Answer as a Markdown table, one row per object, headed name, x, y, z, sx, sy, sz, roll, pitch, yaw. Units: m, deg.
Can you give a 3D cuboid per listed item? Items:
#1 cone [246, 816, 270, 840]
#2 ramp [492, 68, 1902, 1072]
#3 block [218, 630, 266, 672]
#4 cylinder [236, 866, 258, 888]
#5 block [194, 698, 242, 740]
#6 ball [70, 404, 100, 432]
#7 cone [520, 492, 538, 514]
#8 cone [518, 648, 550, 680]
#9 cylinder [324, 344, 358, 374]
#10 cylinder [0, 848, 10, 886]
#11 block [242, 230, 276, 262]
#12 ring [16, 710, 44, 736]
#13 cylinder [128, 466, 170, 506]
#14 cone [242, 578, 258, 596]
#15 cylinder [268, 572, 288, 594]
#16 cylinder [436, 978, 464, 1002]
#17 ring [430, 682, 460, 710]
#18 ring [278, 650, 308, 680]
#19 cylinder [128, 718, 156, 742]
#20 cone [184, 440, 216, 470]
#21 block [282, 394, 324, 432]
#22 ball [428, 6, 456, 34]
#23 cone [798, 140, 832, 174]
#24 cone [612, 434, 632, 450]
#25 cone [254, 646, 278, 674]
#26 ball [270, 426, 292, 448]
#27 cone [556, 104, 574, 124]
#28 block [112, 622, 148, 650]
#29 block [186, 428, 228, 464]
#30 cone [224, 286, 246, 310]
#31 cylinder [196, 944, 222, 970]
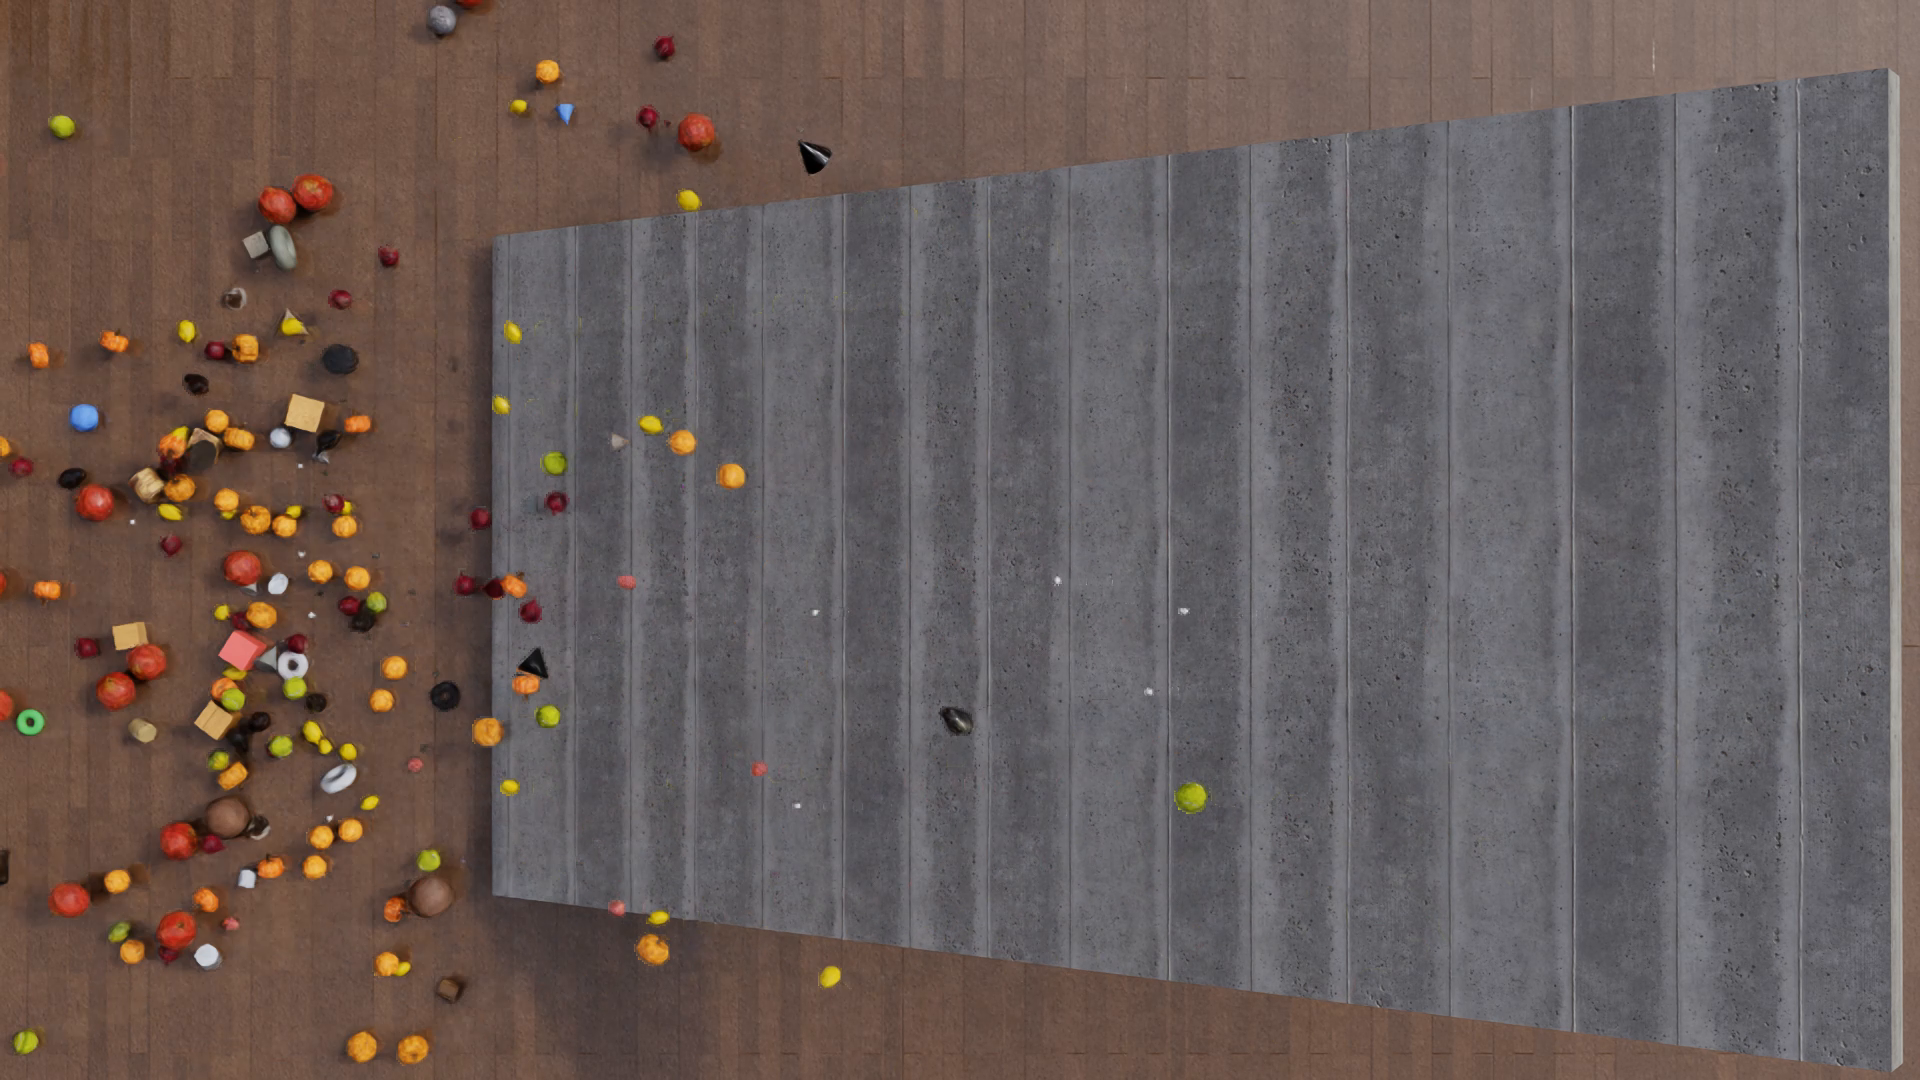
| name | x | y | z | sx | sy | sz | roll | pitch | yaw |
| --- | --- | --- | --- | --- | --- | --- | --- | --- | --- |
| cone | -2.157 | 0.883 | 6.717 | 0.073 | 0.073 | 0.073 | 0 | 90 | 0 |
| ramp | 0.244 | 0.067 | 5.569 | 4.000 | 0.100 | 2.000 | 0 | 89 | 35 |
| block | -2.190 | 0.337 | 6.714 | 0.088 | 0.088 | 0.088 | 33 | 90 | 0 |
| cylinder | -2.178 | 1.032 | 6.726 | 0.050 | 0.050 | 0.050 | 24 | 71 | 0 |
| block | -2.264 | 0.548 | 6.713 | 0.087 | 0.087 | 0.087 | 37 | 90 | 0 |
| ball | -2.676 | -0.374 | 6.721 | 0.085 | 0.085 | 0.085 | 0 | 90 | 0 |
| cone | -1.273 | -0.114 | 6.538 | 0.059 | 0.059 | 0.059 | 20 | 93 | 0 |
| cone | -1.252 | 0.382 | 6.532 | 0.090 | 0.090 | 0.090 | -44 | 93 | 0 |
| cylinder | -1.890 | -0.550 | 6.711 | 0.090 | 0.090 | 0.090 | 0 | 94 | -5 |
| cylinder | -2.952 | 0.998 | 6.700 | 0.100 | 0.100 | 0.100 | 0 | 89 | 0 |
| block | -2.145 | -0.900 | 6.735 | 0.065 | 0.065 | 0.065 | -27 | 90 | 0 |
| ring | -2.851 | 0.559 | 6.742 | 0.082 | 0.027 | 0.082 | 0 | 91 | 1 |
| cylinder | -2.478 | -0.166 | 6.718 | 0.087 | 0.087 | 0.087 | -40 | 90 | 0 |
| cone | -2.170 | 0.134 | 6.748 | 0.052 | 0.052 | 0.052 | 17 | 63 | 0 |
| cylinder | -2.081 | 0.134 | 6.713 | 0.053 | 0.053 | 0.053 | -2 | 108 | -8 |
| cylinder | -1.552 | 1.370 | 6.690 | 0.060 | 0.060 | 0.060 | 25 | 90 | 0 |
| ring | -1.578 | 0.478 | 6.739 | 0.087 | 0.029 | 0.087 | 0 | 91 | -8 |
| ring | -2.047 | 0.384 | 6.742 | 0.097 | 0.032 | 0.097 | 0 | 91 | 1 |
| cylinder | -2.496 | 0.581 | 6.714 | 0.060 | 0.060 | 0.060 | 22 | 89 | 39 |
| cone | -2.309 | -0.266 | 6.623 | 0.093 | 0.093 | 0.093 | 18 | 89 | 33 |
| block | -2.000 | -0.387 | 6.702 | 0.095 | 0.095 | 0.095 | 16 | 90 | -21 |
| ball | -1.585 | -1.591 | 6.730 | 0.087 | 0.087 | 0.087 | 0 | 90 | 0 |
| cone | -0.432 | -1.106 | 6.239 | 0.096 | 0.096 | 0.096 | -20 | 52 | 27 |
| cone | -0.974 | -0.284 | 6.352 | 0.053 | 0.053 | 0.053 | -2 | 90 | 8 |
| cone | -2.112 | 0.355 | 6.740 | 0.079 | 0.079 | 0.079 | 21 | 63 | 0 |
| ball | -2.078 | -0.313 | 6.729 | 0.068 | 0.068 | 0.068 | 0 | 90 | 0 |
| cone | -1.205 | -1.295 | 6.729 | 0.057 | 0.057 | 0.057 | -12 | 78 | 0 |
| block | -2.536 | 0.294 | 6.722 | 0.073 | 0.073 | 0.073 | -10 | 90 | 0 |
| block | -2.304 | -0.290 | 6.723 | 0.080 | 0.080 | 0.080 | 26 | 90 | 0 |
| cone | -2.230 | -0.745 | 6.730 | 0.072 | 0.072 | 0.072 | 0 | 90 | 0 |
| cylinder | -2.289 | 1.271 | 6.697 | 0.066 | 0.066 | 0.066 | 3 | 69 | -7 |
